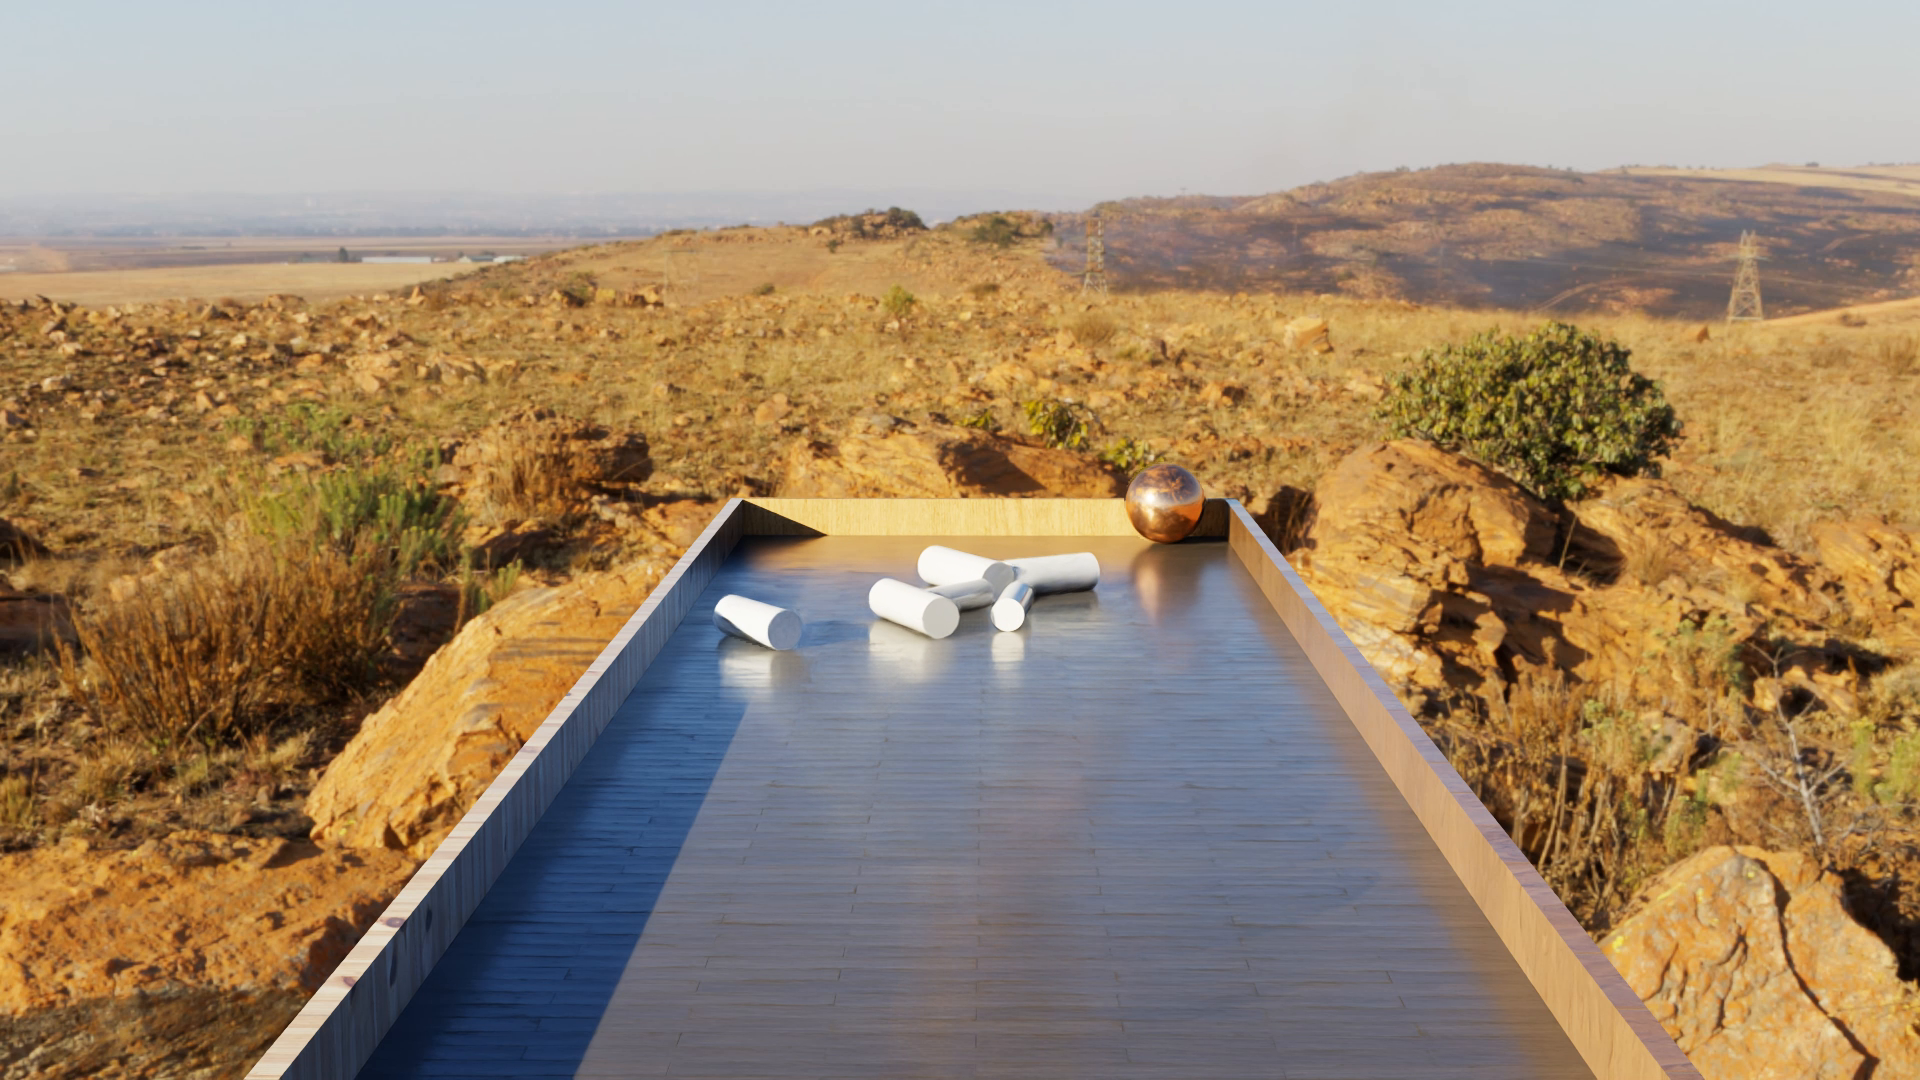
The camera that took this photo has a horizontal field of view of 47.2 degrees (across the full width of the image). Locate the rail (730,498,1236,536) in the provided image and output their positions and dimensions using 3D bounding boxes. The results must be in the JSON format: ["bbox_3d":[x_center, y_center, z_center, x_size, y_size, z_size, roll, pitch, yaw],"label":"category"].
[{"bbox_3d":[0.099,-0.098,9.147,2.100,0.150,0.050,0,9,1],"label":"rail"}]

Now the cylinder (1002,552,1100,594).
[{"bbox_3d":[0.313,0.124,7.814,0.354,0.130,0.130,-5,10,-29],"label":"cylinder"}]

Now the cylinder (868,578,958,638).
[{"bbox_3d":[-0.153,0.222,7.188,0.133,0.133,0.397,-5,10,-27],"label":"cylinder"}]

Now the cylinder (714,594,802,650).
[{"bbox_3d":[-0.641,0.260,6.963,0.128,0.128,0.330,-6,11,-35],"label":"cylinder"}]

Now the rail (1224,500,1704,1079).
[{"bbox_3d":[1.046,0.843,3.208,0.050,0.150,12.000,0,9,1],"label":"rail"}]

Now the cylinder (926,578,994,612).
[{"bbox_3d":[-0.025,0.200,7.428,0.100,0.100,0.302,8,12,42],"label":"cylinder"}]

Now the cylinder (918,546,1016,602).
[{"bbox_3d":[0.020,0.118,7.810,0.143,0.143,0.425,-6,11,-31],"label":"cylinder"}]

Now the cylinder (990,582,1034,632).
[{"bbox_3d":[0.176,0.218,7.285,0.109,0.109,0.314,1,9,8],"label":"cylinder"}]

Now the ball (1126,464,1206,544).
[{"bbox_3d":[0.833,-0.150,8.919,0.324,0.324,0.324,0,9,0],"label":"ball"}]

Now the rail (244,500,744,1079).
[{"bbox_3d":[-1.004,0.839,3.234,0.050,0.150,12.000,0,9,1],"label":"rail"}]
